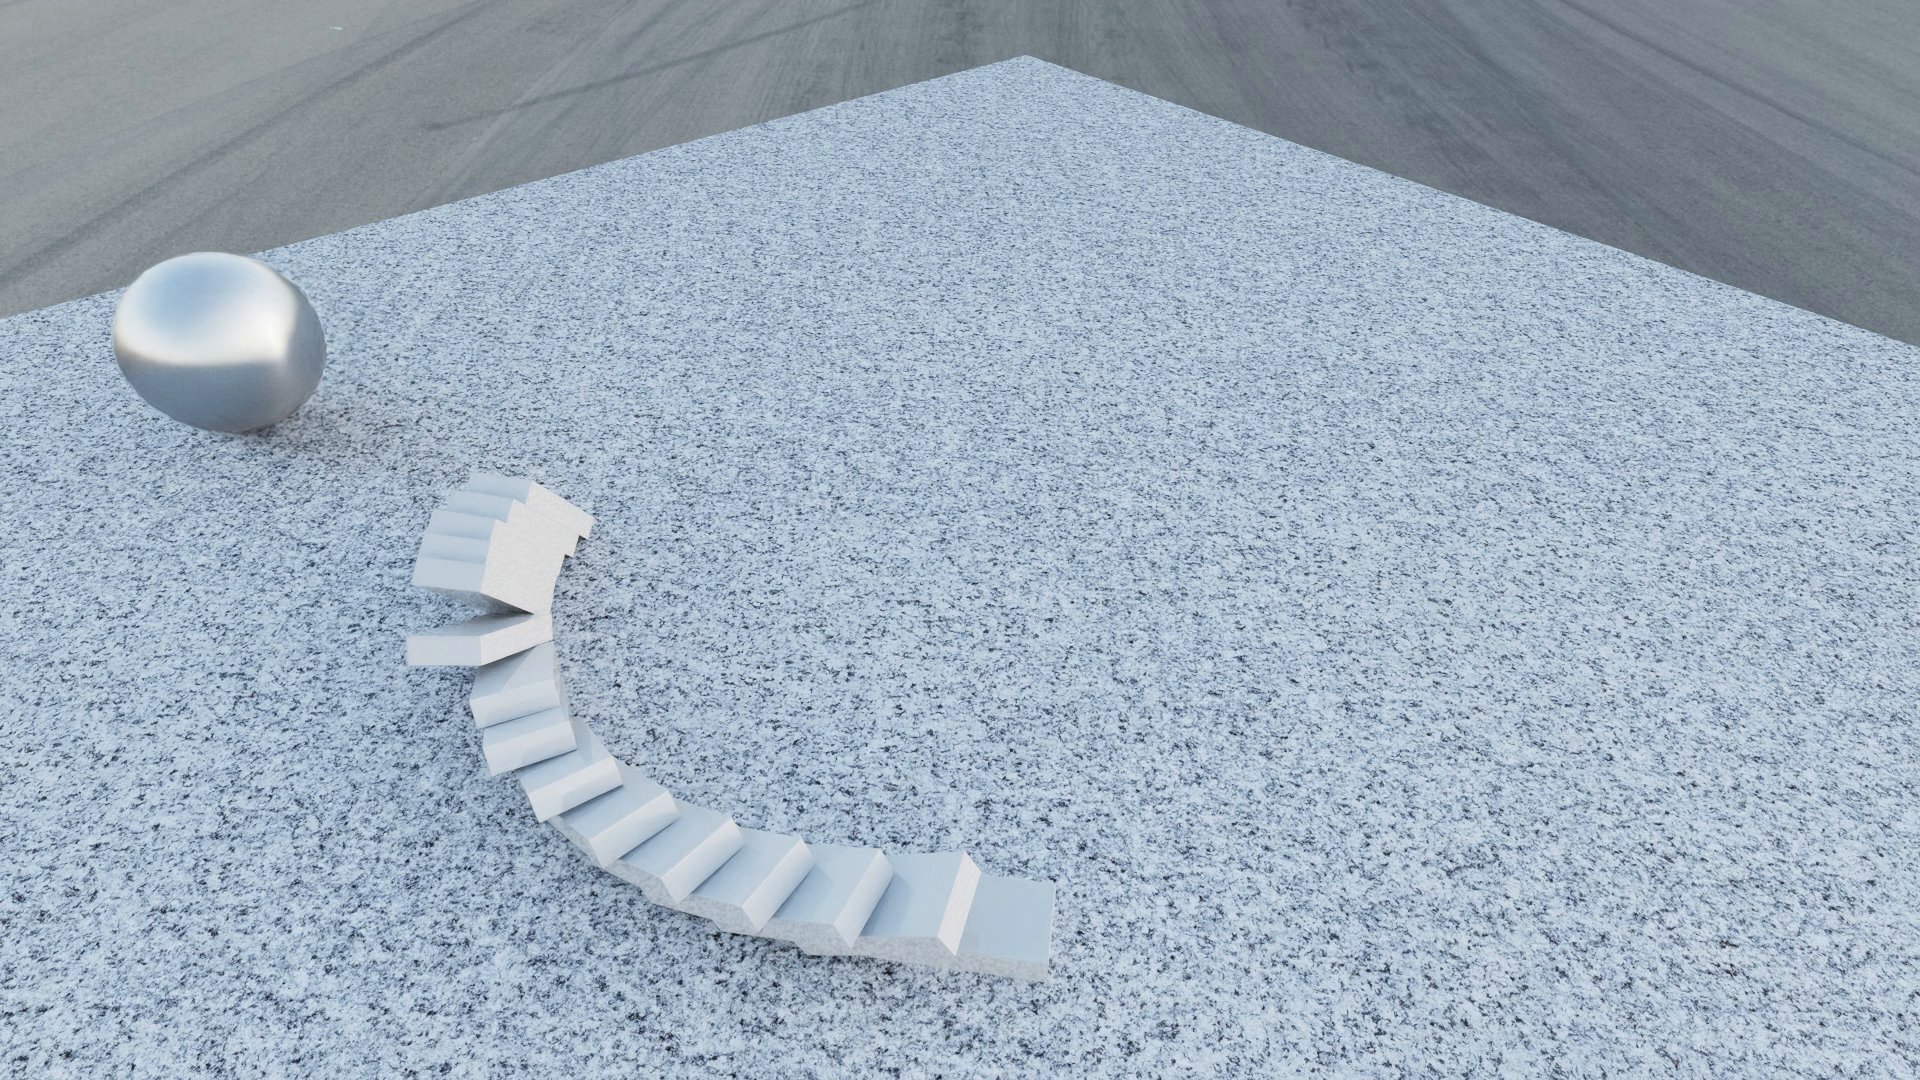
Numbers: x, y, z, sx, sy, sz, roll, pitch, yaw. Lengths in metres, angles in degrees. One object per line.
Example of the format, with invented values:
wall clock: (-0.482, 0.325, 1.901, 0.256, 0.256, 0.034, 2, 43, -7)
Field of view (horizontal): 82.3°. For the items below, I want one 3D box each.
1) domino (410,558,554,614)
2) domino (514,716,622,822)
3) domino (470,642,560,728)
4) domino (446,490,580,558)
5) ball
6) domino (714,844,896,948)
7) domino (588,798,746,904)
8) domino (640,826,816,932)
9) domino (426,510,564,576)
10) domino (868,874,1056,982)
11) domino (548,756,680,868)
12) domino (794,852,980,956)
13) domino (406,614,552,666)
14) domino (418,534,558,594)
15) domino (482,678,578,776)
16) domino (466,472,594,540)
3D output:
domino: (-0.169, 0.018, 0.393, 0.025, 0.050, 0.009, 6, 76, 7)
domino: (-0.124, 0.070, 0.341, 0.025, 0.010, 0.050, -23, 17, -26)
domino: (-0.148, 0.047, 0.368, 0.025, 0.010, 0.050, -15, 13, -17)
domino: (-0.170, -0.006, 0.422, 0.025, 0.050, 0.009, 8, 77, 10)
ball: (-0.332, -0.089, 0.496, 0.080, 0.080, 0.080, 0, 39, 0)
domino: (-0.045, 0.098, 0.306, 0.050, 0.010, 0.025, -8, 31, 36)
domino: (-0.087, 0.088, 0.319, 0.050, 0.009, 0.025, 0, 30, 47)
domino: (-0.067, 0.094, 0.312, 0.050, 0.009, 0.025, -4, 30, 41)
domino: (-0.173, 0.002, 0.413, 0.025, 0.050, 0.009, 8, 77, 10)
domino: (0.001, 0.108, 0.312, 0.050, 0.010, 0.025, 6, 40, 7)
domino: (-0.107, 0.080, 0.329, 0.025, 0.010, 0.050, -31, 22, -32)
domino: (-0.021, 0.100, 0.302, 0.050, 0.009, 0.025, -13, 36, 31)
domino: (-0.164, 0.034, 0.380, 0.025, 0.010, 0.050, 0, 4, 5)
domino: (-0.172, 0.010, 0.403, 0.025, 0.050, 0.009, 6, 76, 8)
domino: (-0.138, 0.059, 0.353, 0.025, 0.010, 0.050, -16, 14, -19)
domino: (-0.167, -0.013, 0.430, 0.025, 0.050, 0.009, 8, 77, 10)
